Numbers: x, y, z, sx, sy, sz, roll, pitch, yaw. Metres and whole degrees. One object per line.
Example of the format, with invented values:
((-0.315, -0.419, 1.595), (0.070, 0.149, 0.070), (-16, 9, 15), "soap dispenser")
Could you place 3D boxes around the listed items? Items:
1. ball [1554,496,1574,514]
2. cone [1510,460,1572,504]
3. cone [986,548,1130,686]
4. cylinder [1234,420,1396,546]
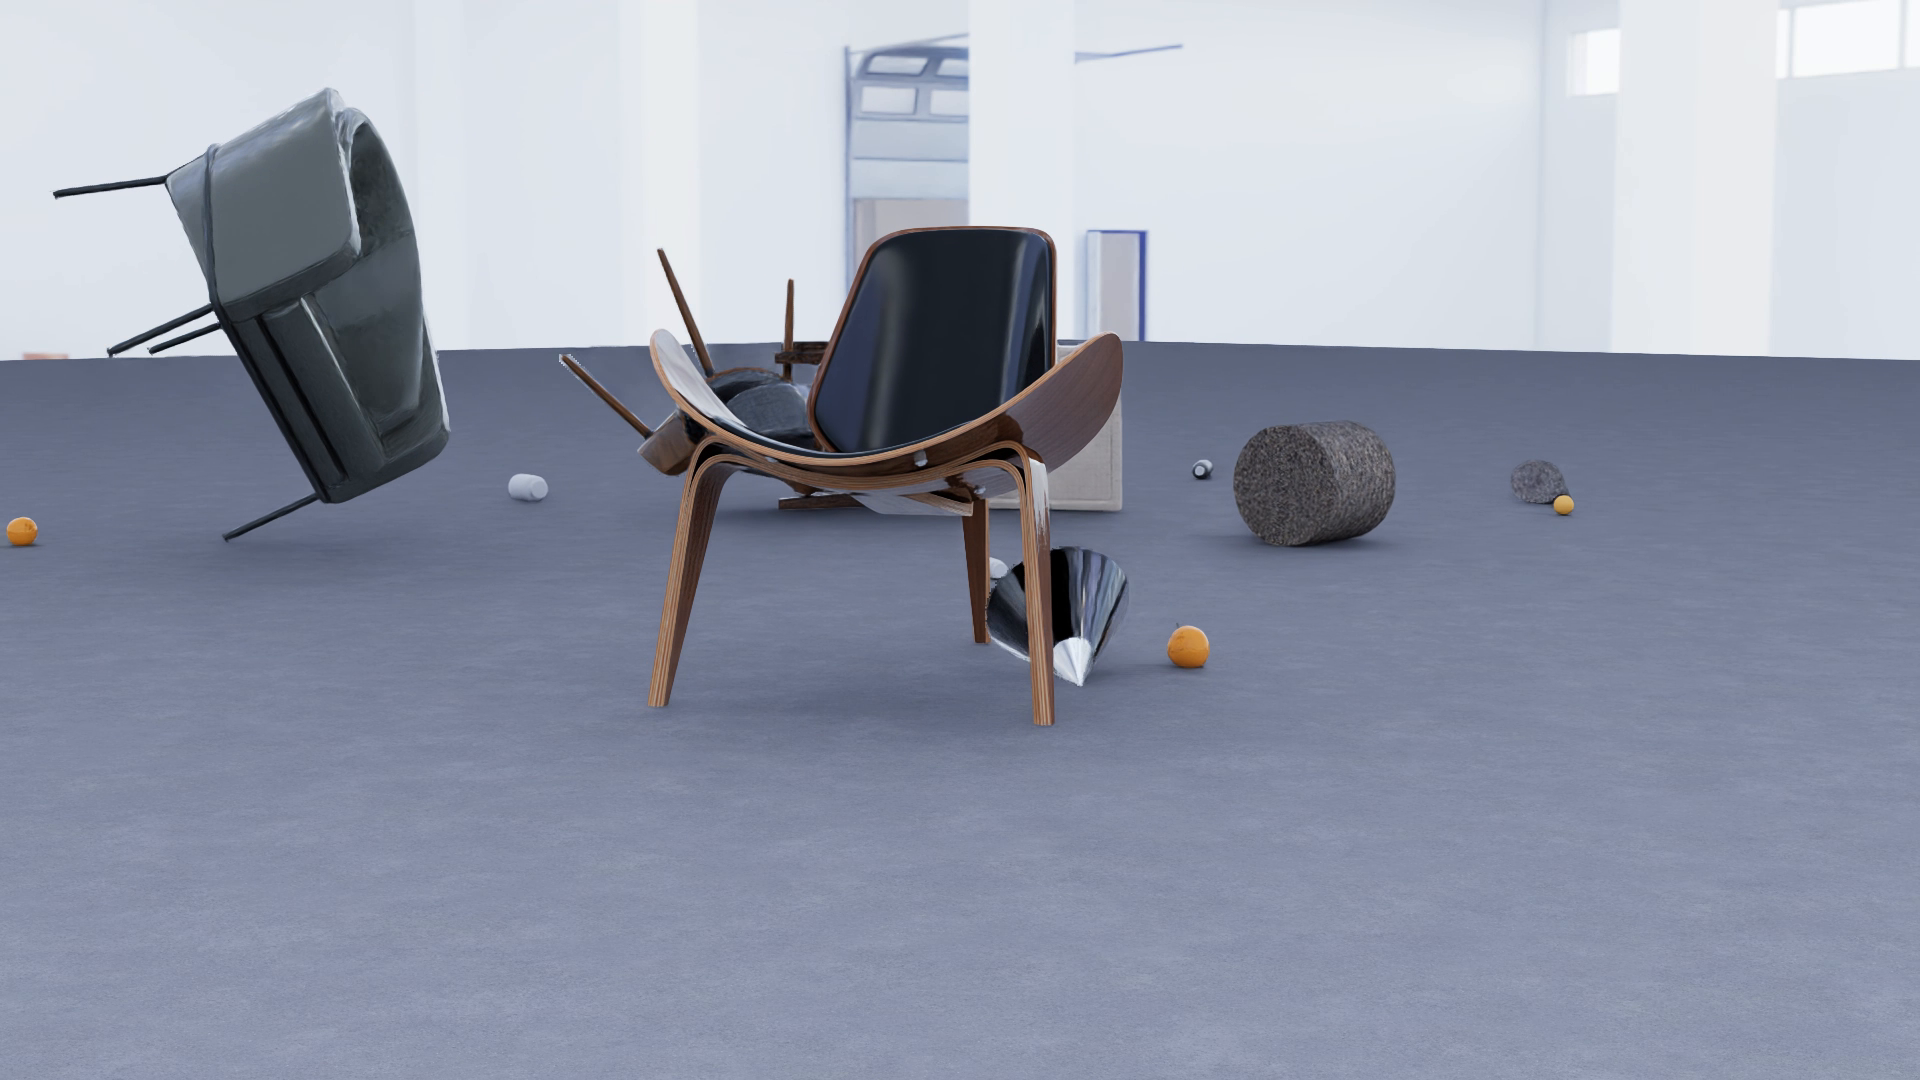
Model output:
((1.666, -0.096, 7.080), (0.055, 0.055, 0.055), (0, 6, 0), "ball")
((1.741, -0.144, 7.507), (0.145, 0.130, 0.260), (25, 4, -24), "cone")
((0.180, 0.174, 4.213), (0.248, 0.230, 0.223), (-32, 33, 13), "cone")
((0.879, -0.143, 6.354), (0.278, 0.297, 0.296), (-7, -32, -49), "cylinder")
